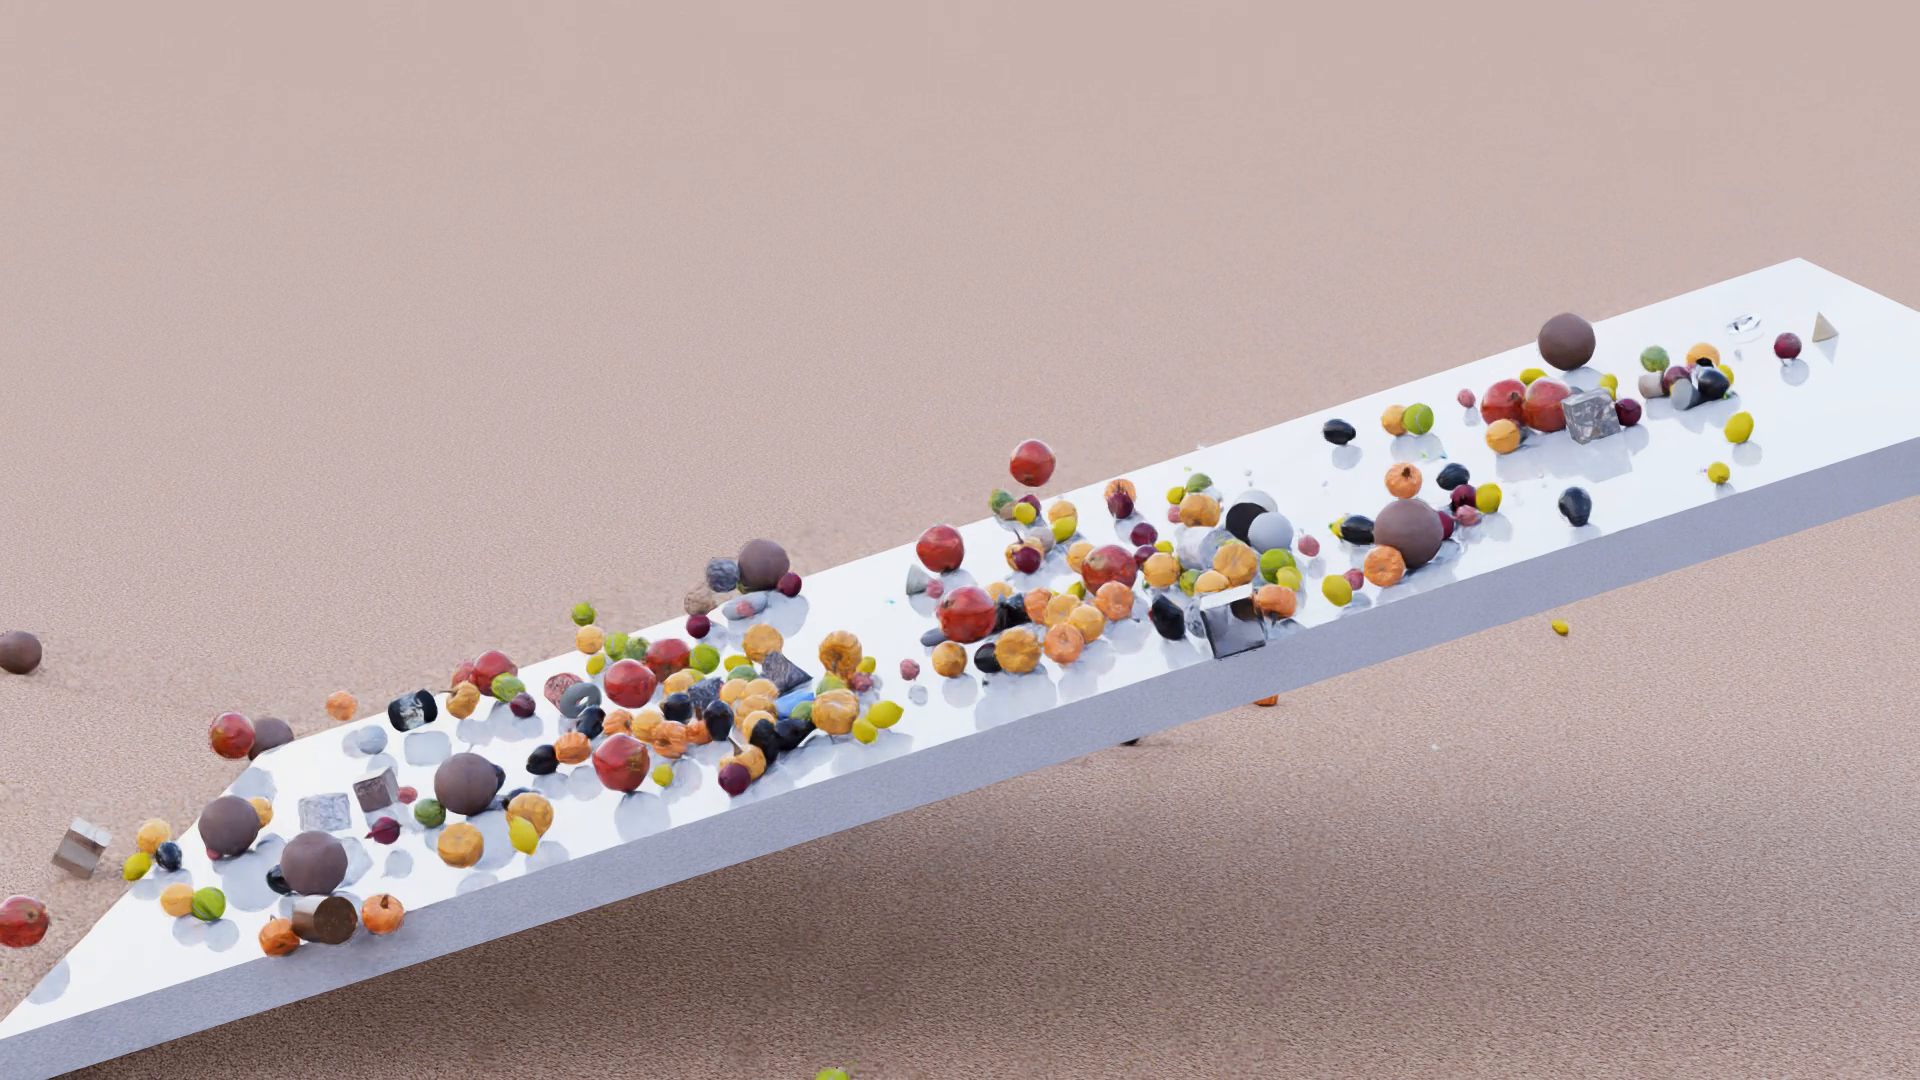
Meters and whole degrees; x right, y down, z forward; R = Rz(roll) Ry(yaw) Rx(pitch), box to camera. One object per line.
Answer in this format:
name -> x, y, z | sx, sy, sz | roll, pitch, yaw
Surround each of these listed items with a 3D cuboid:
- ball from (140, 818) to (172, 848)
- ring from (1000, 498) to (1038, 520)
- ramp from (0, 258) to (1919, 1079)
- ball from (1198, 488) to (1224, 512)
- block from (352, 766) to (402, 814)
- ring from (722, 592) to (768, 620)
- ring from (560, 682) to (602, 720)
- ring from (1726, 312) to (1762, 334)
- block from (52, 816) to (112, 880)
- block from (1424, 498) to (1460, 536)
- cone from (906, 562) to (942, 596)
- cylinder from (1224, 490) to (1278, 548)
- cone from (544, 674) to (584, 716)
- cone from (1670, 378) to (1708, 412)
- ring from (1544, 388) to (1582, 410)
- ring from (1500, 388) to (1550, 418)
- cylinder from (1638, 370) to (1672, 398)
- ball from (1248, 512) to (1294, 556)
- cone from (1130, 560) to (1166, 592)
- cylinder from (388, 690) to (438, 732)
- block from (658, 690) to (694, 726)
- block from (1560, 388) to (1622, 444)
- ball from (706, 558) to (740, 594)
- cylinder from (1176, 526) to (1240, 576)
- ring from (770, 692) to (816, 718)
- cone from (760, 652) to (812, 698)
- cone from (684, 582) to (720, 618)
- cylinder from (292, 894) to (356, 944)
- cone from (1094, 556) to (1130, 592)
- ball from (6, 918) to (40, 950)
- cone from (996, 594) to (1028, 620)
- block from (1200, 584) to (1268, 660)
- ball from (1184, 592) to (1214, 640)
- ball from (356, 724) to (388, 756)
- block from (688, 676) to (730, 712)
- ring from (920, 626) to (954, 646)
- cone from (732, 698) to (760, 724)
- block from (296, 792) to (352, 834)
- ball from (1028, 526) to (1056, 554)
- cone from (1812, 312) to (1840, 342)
ball -> -1.840, 0.671, 6.727 | 0.070, 0.070, 0.070 | 0, 12, 0
ring -> 0.143, -0.076, 7.178 | 0.098, 0.033, 0.098 | -18, 12, 4
ramp -> 0.105, 0.181, 6.307 | 4.000, 0.100, 2.000 | -18, 11, 6
ball -> 0.552, -0.088, 6.469 | 0.056, 0.056, 0.056 | 0, 12, 0
block -> -1.265, 0.542, 6.385 | 0.071, 0.071, 0.071 | -17, 11, 10
ring -> -0.519, 0.160, 7.115 | 0.115, 0.038, 0.115 | -18, 12, 4
ring -> -0.842, 0.357, 6.534 | 0.097, 0.097, 0.032 | -5, 40, -24
ring -> 1.729, -0.479, 6.492 | 0.080, 0.027, 0.080 | -22, 9, 4
block -> -2.029, 0.712, 6.795 | 0.091, 0.091, 0.091 | 29, 8, -11
block -> 0.921, -0.044, 5.623 | 0.052, 0.052, 0.052 | -15, 11, 19
cone -> -0.077, 0.096, 6.686 | 0.076, 0.076, 0.076 | 11, 14, 10
cylinder -> 0.601, -0.045, 6.053 | 0.096, 0.096, 0.096 | 3, 17, 14
cone -> -0.895, 0.372, 6.675 | 0.099, 0.099, 0.099 | -2, 37, -8
cone -> 1.486, -0.290, 5.948 | 0.067, 0.067, 0.067 | 6, 9, -23
ring -> 1.302, -0.304, 6.342 | 0.087, 0.029, 0.087 | -19, 11, 4
ring -> 1.233, -0.300, 6.411 | 0.117, 0.039, 0.117 | -17, 11, 3
cylinder -> 1.449, -0.325, 6.128 | 0.052, 0.052, 0.052 | 15, 18, 38
ball -> 0.621, -0.012, 5.876 | 0.090, 0.090, 0.090 | 0, 12, 0
cone -> 0.380, 0.084, 5.965 | 0.072, 0.072, 0.072 | 1, 13, 0
cylinder -> -1.312, 0.410, 7.053 | 0.083, 0.083, 0.083 | -19, 2, 26
block -> -0.600, 0.356, 6.225 | 0.052, 0.052, 0.052 | -17, 11, 12
block -> 1.280, -0.252, 5.965 | 0.084, 0.084, 0.084 | -19, 11, 1
ball -> -0.585, 0.087, 7.256 | 0.088, 0.088, 0.088 | 0, 12, 0
cylinder -> 0.499, 0.022, 5.905 | 0.094, 0.094, 0.094 | -5, 5, -23
ring -> -0.338, 0.333, 5.946 | 0.097, 0.032, 0.097 | -18, 10, 3
cone -> -0.350, 0.286, 6.172 | 0.099, 0.099, 0.099 | 6, 6, -35
cone -> -0.613, 0.155, 7.189 | 0.089, 0.089, 0.089 | -10, 16, -41
cylinder -> -1.166, 0.695, 5.393 | 0.088, 0.088, 0.088 | -10, 3, -39
cone -> 0.329, 0.076, 6.088 | 0.075, 0.075, 0.075 | 10, 0, 40
ball -> -1.990, 0.836, 6.248 | 0.066, 0.066, 0.066 | 0, 12, 0
cone -> 0.110, 0.149, 6.107 | 0.067, 0.067, 0.067 | 11, 14, 11
block -> 0.493, 0.146, 5.288 | 0.095, 0.095, 0.095 | -17, 11, 11
ball -> 0.455, 0.139, 5.409 | 0.088, 0.088, 0.088 | 0, 12, 0
ball -> -1.389, 0.471, 6.941 | 0.075, 0.075, 0.075 | 0, 12, 0
block -> -0.534, 0.327, 6.252 | 0.054, 0.054, 0.054 | -10, 14, 39
ring -> -0.047, 0.200, 6.135 | 0.075, 0.025, 0.075 | -19, 9, 3
cone -> -0.434, 0.352, 6.037 | 0.053, 0.053, 0.053 | 6, 9, -20
block -> -1.344, 0.578, 6.219 | 0.076, 0.076, 0.076 | -6, 2, 42
ball -> 0.185, -0.001, 6.644 | 0.062, 0.062, 0.062 | 0, 12, 0
cone -> 1.800, -0.452, 6.143 | 0.060, 0.060, 0.060 | -18, 11, 4
